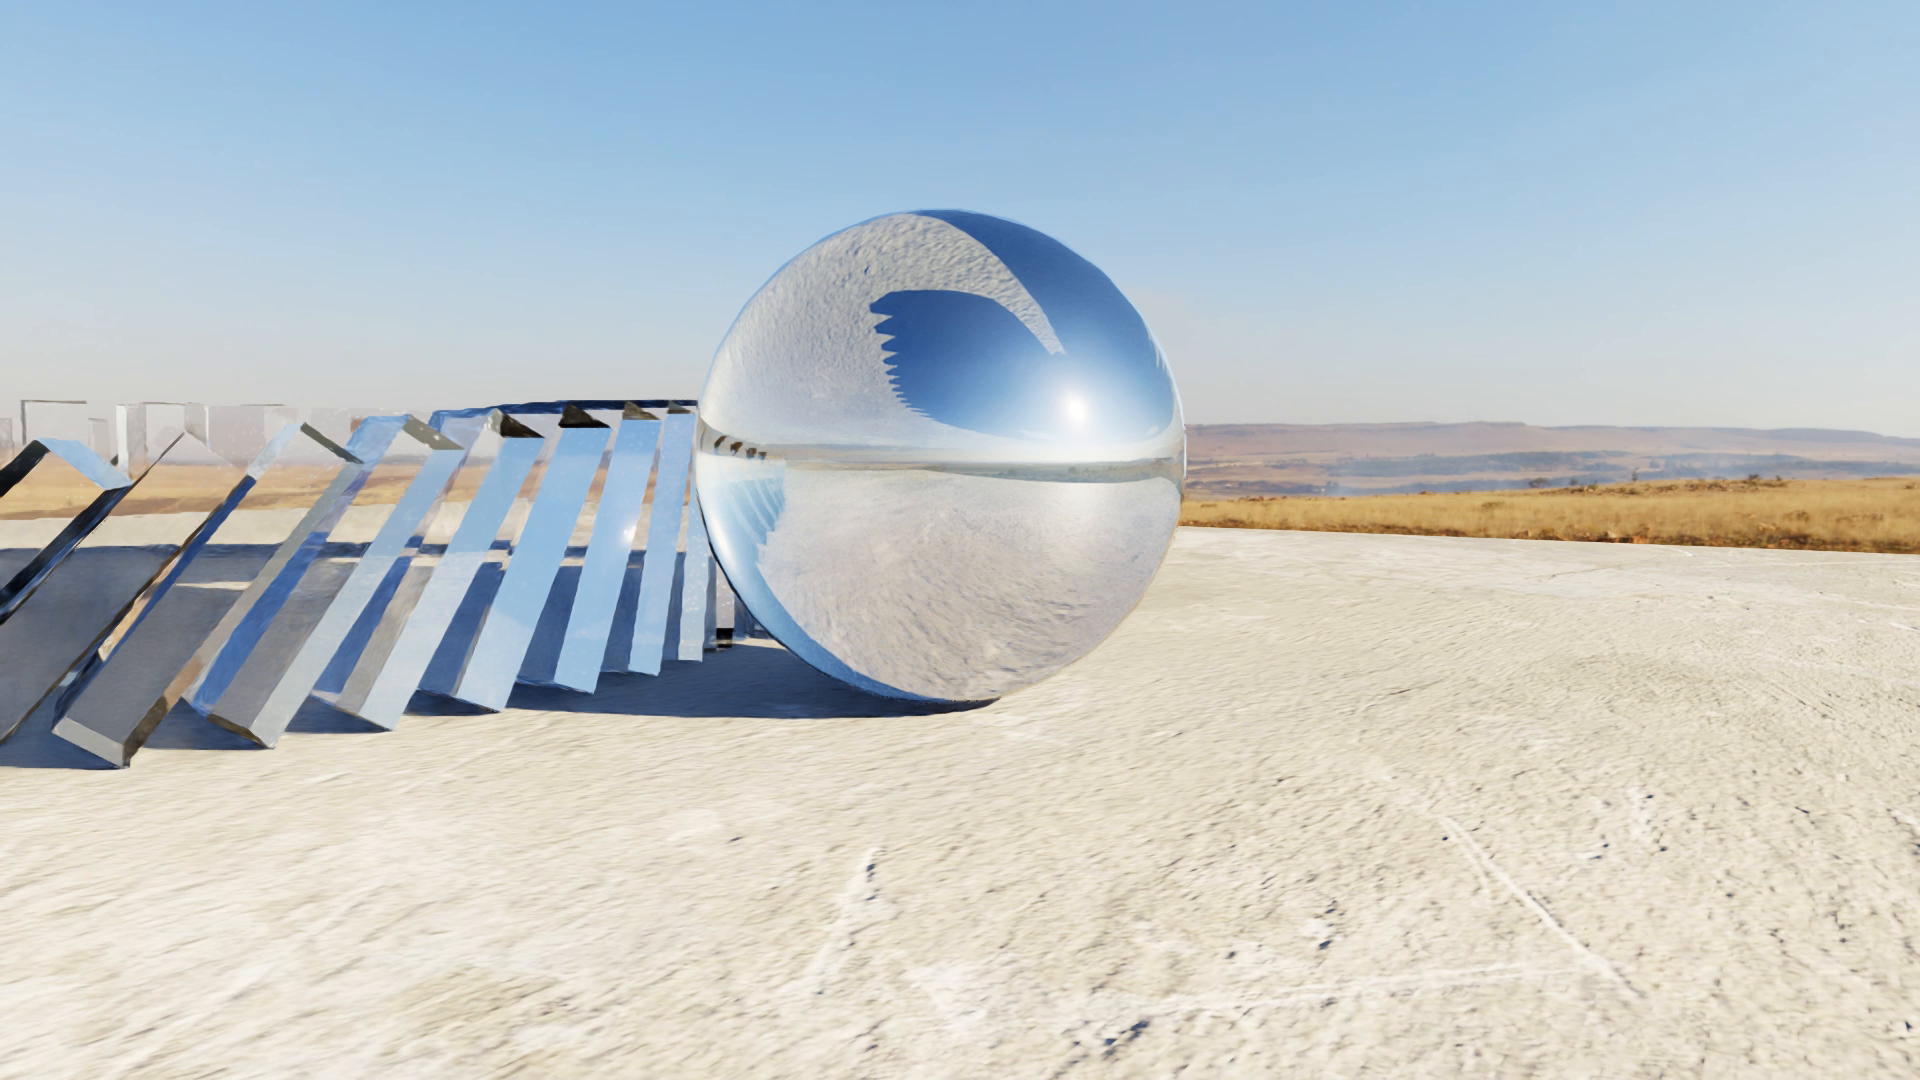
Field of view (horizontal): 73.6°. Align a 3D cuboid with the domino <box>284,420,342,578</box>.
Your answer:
[{"bbox_3d":[-0.211,-0.014,0.419,0.009,0.050,0.025,-1,4,-12],"label":"domino"}]

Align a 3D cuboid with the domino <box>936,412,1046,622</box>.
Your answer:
[{"bbox_3d":[0.008,-0.006,0.312,0.025,0.050,0.010,0,-16,4],"label":"domino"}]

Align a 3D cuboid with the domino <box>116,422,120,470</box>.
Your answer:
[{"bbox_3d":[-0.255,-0.012,0.400,0.009,0.050,0.025,-3,6,-39],"label":"domino"}]

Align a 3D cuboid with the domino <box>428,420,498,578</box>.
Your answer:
[{"bbox_3d":[-0.163,-0.014,0.421,0.009,0.050,0.025,1,4,7],"label":"domino"}]

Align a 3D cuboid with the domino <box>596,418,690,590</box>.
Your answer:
[{"bbox_3d":[-0.094,-0.011,0.383,0.025,0.050,0.009,-4,6,-44],"label":"domino"}]

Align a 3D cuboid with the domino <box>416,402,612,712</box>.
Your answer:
[{"bbox_3d":[-0.078,0.002,0.215,0.025,0.050,0.009,4,-20,41],"label":"domino"}]

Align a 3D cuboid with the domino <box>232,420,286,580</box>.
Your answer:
[{"bbox_3d":[-0.226,-0.014,0.415,0.010,0.050,0.025,-1,5,-18],"label":"domino"}]

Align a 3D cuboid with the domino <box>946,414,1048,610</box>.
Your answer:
[{"bbox_3d":[0.010,-0.007,0.332,0.025,0.050,0.009,0,-16,4],"label":"domino"}]

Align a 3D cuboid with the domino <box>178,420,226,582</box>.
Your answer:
[{"bbox_3d":[-0.241,-0.013,0.409,0.010,0.050,0.025,-2,5,-27],"label":"domino"}]

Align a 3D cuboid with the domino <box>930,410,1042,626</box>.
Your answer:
[{"bbox_3d":[0.006,-0.005,0.302,0.025,0.050,0.009,0,-16,4],"label":"domino"}]

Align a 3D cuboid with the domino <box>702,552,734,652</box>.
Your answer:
[{"bbox_3d":[-0.060,-0.003,0.266,0.025,0.050,0.009,1,0,11],"label":"domino"}]

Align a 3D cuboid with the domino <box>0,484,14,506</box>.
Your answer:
[{"bbox_3d":[-0.145,0.010,0.158,0.010,0.050,0.025,45,-10,-16],"label":"domino"}]

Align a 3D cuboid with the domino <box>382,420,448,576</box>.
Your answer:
[{"bbox_3d":[-0.179,-0.014,0.422,0.009,0.050,0.025,0,4,0],"label":"domino"}]

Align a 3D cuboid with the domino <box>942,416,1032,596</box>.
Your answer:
[{"bbox_3d":[0.008,-0.010,0.363,0.025,0.050,0.009,0,-16,3],"label":"domino"}]

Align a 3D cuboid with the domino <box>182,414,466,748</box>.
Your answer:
[{"bbox_3d":[-0.096,0.005,0.193,0.009,0.050,0.025,39,-20,-34],"label":"domino"}]

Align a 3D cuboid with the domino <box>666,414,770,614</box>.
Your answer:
[{"bbox_3d":[-0.062,-0.007,0.328,0.025,0.050,0.010,-1,4,-13],"label":"domino"}]

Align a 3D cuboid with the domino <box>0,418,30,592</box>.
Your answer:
[{"bbox_3d":[-0.276,-0.011,0.376,0.025,0.050,0.010,3,5,35],"label":"domino"}]

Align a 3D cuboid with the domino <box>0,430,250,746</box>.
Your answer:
[{"bbox_3d":[-0.119,0.007,0.174,0.009,0.050,0.025,43,-17,-25],"label":"domino"}]

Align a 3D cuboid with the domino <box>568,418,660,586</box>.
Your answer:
[{"bbox_3d":[-0.106,-0.012,0.394,0.009,0.050,0.025,4,6,40],"label":"domino"}]

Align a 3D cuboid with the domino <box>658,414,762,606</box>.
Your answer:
[{"bbox_3d":[-0.067,-0.008,0.344,0.025,0.050,0.010,-2,5,-23],"label":"domino"}]

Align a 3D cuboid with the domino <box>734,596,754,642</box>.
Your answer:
[{"bbox_3d":[-0.059,-0.003,0.281,0.025,0.050,0.010,0,4,4],"label":"domino"}]

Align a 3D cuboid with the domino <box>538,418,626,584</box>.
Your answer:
[{"bbox_3d":[-0.119,-0.013,0.403,0.009,0.050,0.025,3,5,35],"label":"domino"}]

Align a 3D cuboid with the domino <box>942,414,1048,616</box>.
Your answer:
[{"bbox_3d":[0.009,-0.007,0.322,0.025,0.050,0.009,0,-16,4],"label":"domino"}]

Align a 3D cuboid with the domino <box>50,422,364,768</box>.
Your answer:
[{"bbox_3d":[-0.107,0.006,0.183,0.009,0.050,0.025,41,-19,-29],"label":"domino"}]

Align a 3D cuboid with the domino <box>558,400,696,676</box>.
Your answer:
[{"bbox_3d":[-0.066,-0.001,0.240,0.025,0.050,0.010,2,-11,21],"label":"domino"}]

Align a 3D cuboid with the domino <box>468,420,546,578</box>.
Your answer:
[{"bbox_3d":[-0.147,-0.014,0.418,0.010,0.050,0.025,1,4,17],"label":"domino"}]

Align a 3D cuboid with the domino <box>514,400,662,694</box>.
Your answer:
[{"bbox_3d":[-0.071,0.000,0.227,0.025,0.050,0.010,3,-16,30],"label":"domino"}]

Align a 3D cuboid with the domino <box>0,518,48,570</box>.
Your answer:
[{"bbox_3d":[-0.334,-0.009,0.428,0.025,0.009,0.050,4,-33,43],"label":"domino"}]

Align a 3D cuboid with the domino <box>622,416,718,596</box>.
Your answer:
[{"bbox_3d":[-0.084,-0.010,0.371,0.025,0.050,0.010,-3,5,-39],"label":"domino"}]

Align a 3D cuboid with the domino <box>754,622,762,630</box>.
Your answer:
[{"bbox_3d":[-0.058,-0.005,0.297,0.025,0.050,0.009,0,4,-1],"label":"domino"}]

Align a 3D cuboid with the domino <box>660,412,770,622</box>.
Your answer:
[{"bbox_3d":[-0.059,-0.006,0.313,0.025,0.050,0.009,0,4,-6],"label":"domino"}]

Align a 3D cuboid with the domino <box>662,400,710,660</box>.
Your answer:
[{"bbox_3d":[-0.063,-0.002,0.253,0.025,0.050,0.009,1,-6,17],"label":"domino"}]

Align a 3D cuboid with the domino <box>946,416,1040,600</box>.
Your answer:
[{"bbox_3d":[0.009,-0.009,0.352,0.025,0.050,0.009,0,-16,4],"label":"domino"}]

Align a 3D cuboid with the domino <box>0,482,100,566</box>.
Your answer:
[{"bbox_3d":[-0.324,-0.010,0.440,0.025,0.010,0.050,5,-34,47],"label":"domino"}]

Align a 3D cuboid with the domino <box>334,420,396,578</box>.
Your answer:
[{"bbox_3d":[-0.195,-0.014,0.421,0.010,0.050,0.025,0,4,-6],"label":"domino"}]

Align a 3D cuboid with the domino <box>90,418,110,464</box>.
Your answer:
[{"bbox_3d":[-0.266,-0.012,0.389,0.025,0.050,0.009,4,6,42],"label":"domino"}]

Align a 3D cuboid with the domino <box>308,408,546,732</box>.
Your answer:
[{"bbox_3d":[-0.086,0.003,0.203,0.025,0.050,0.009,5,-23,47],"label":"domino"}]

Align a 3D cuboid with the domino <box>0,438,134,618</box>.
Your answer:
[{"bbox_3d":[-0.132,0.009,0.166,0.010,0.050,0.025,44,-14,-21],"label":"domino"}]

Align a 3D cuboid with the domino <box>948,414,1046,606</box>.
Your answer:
[{"bbox_3d":[0.010,-0.008,0.342,0.025,0.050,0.009,0,-16,4],"label":"domino"}]

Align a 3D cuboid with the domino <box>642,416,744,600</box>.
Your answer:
[{"bbox_3d":[-0.074,-0.009,0.358,0.025,0.050,0.009,-3,5,-32],"label":"domino"}]

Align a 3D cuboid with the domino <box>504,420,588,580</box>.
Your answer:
[{"bbox_3d":[-0.132,-0.013,0.412,0.010,0.050,0.025,2,5,28],"label":"domino"}]
